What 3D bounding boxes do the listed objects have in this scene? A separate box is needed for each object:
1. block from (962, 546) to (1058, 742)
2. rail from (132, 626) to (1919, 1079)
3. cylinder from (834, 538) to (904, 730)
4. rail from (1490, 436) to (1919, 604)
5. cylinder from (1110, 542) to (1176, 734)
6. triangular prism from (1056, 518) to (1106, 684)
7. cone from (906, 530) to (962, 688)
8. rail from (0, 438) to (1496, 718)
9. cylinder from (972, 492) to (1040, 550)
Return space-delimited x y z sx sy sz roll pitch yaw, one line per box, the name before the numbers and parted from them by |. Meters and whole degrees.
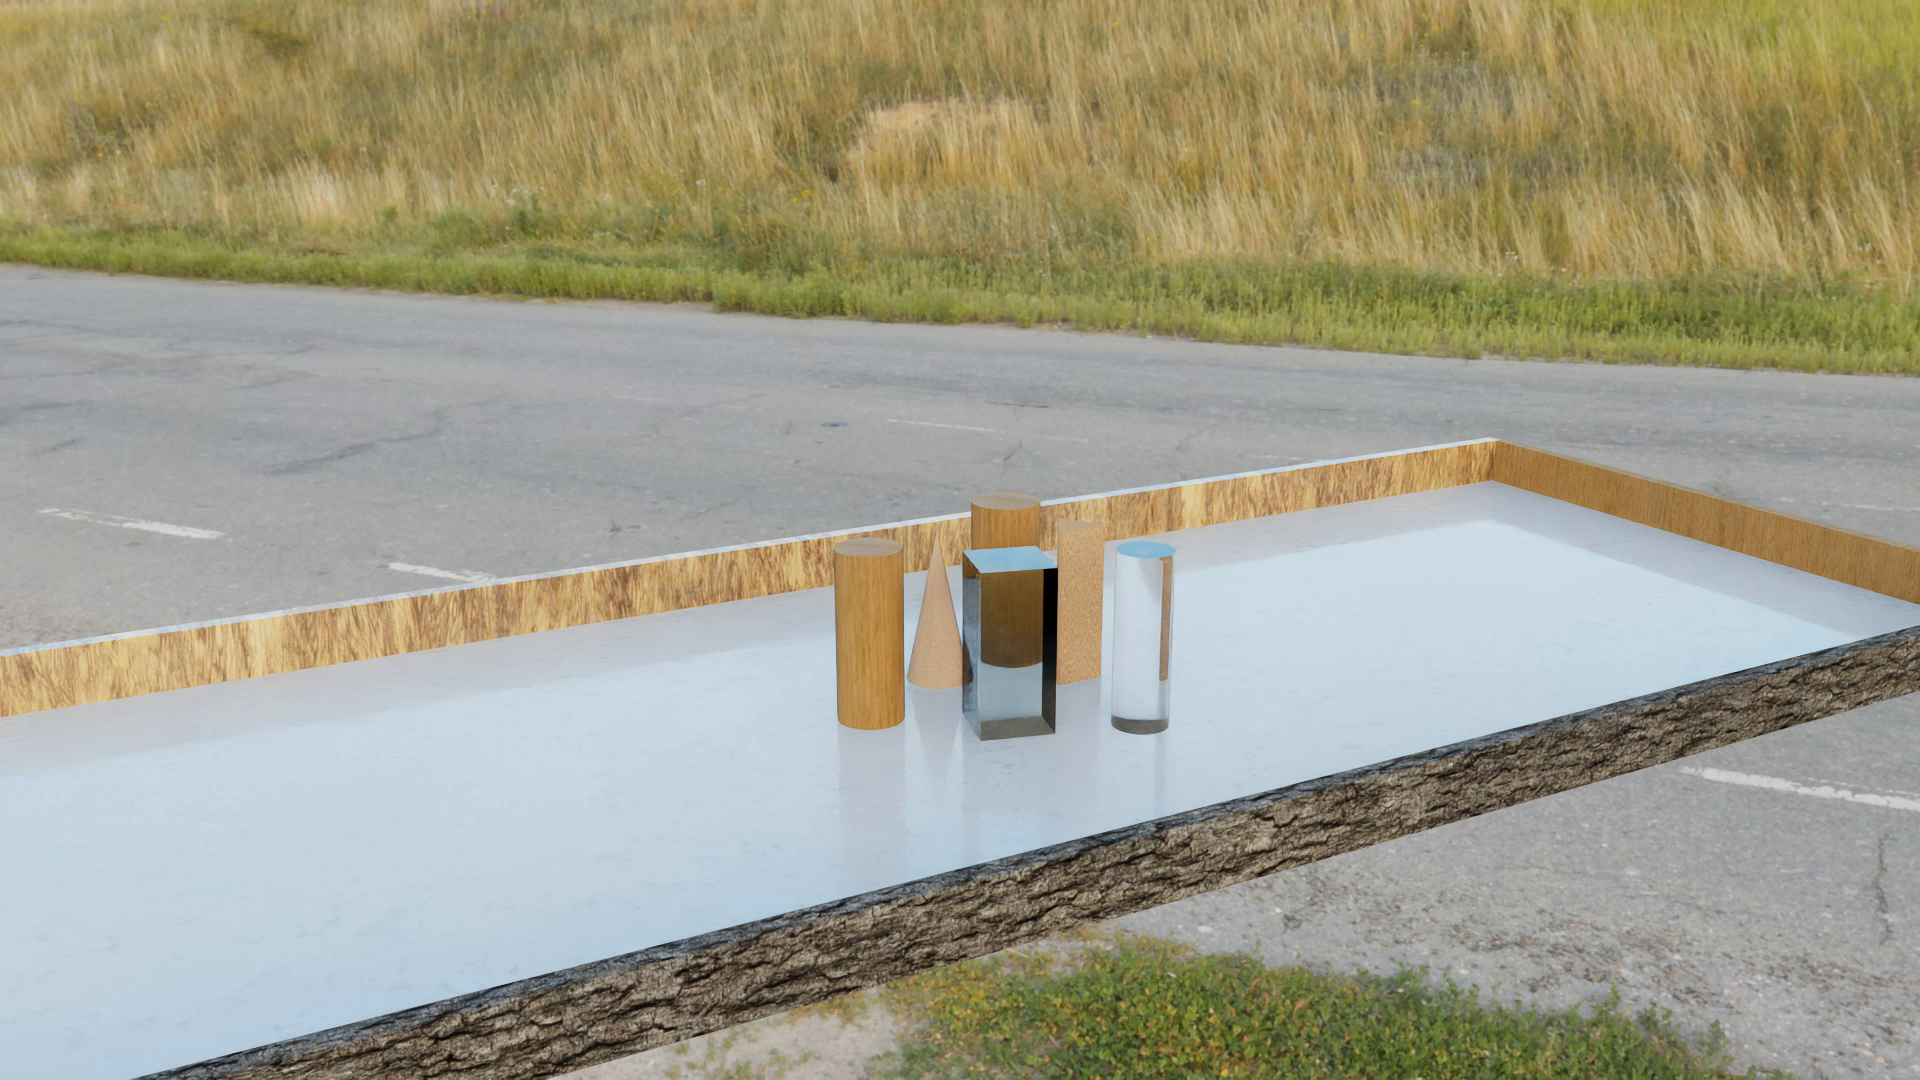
block | 0.113 0.237 3.831 0.179 0.404 0.179 -4 17 -13
rail | -2.336 1.006 1.665 12.000 0.150 0.050 -9 18 -27
cylinder | -0.211 0.219 3.863 0.161 0.421 0.161 0 16 0
rail | 2.466 -0.048 5.253 0.050 0.150 2.100 -9 18 -27
cylinder | 0.424 0.227 3.825 0.137 0.427 0.137 0 16 0
triangular prism | 0.275 0.149 4.143 0.129 0.397 0.111 -9 19 -28
cone | -0.056 0.160 4.116 0.158 0.391 0.158 0 16 0
rail | -3.305 0.497 3.399 12.000 0.150 0.050 -9 18 -27
cylinder | 0.119 0.092 4.326 0.180 0.404 0.180 0 16 0
